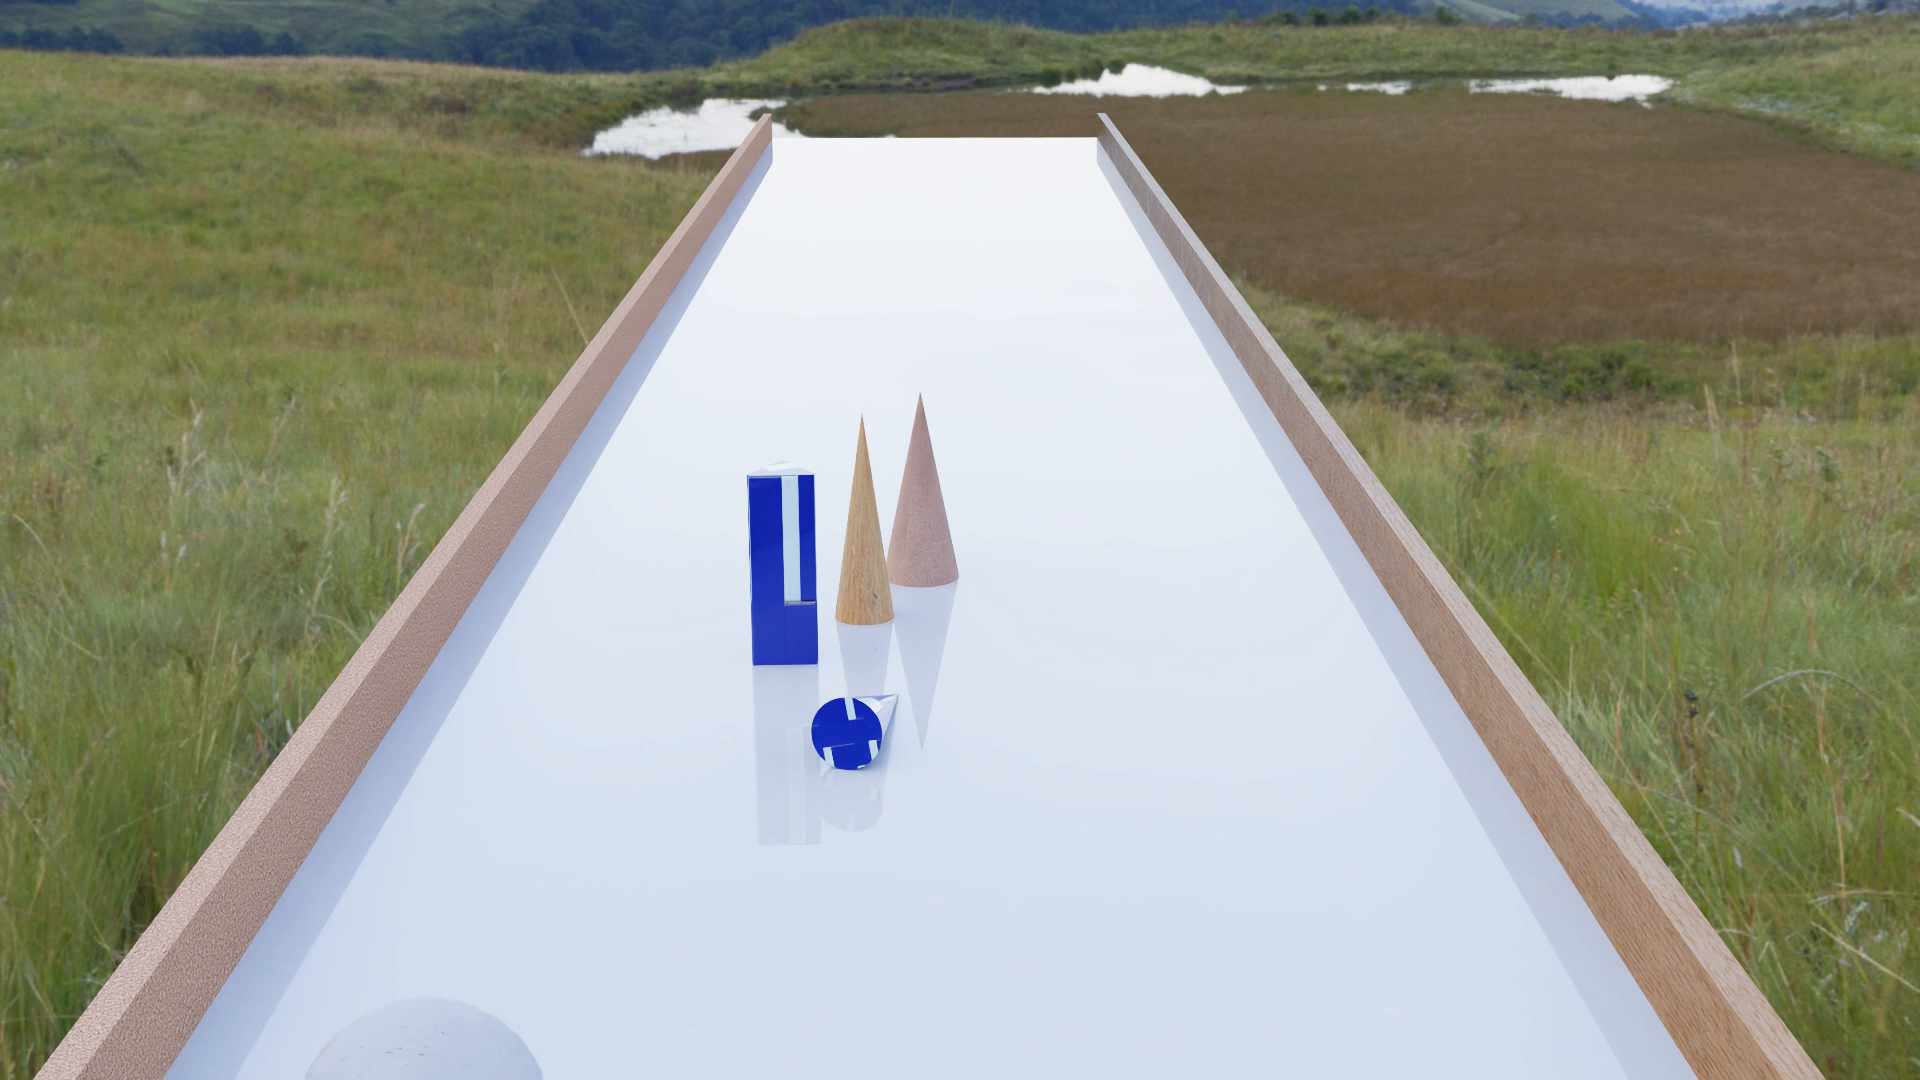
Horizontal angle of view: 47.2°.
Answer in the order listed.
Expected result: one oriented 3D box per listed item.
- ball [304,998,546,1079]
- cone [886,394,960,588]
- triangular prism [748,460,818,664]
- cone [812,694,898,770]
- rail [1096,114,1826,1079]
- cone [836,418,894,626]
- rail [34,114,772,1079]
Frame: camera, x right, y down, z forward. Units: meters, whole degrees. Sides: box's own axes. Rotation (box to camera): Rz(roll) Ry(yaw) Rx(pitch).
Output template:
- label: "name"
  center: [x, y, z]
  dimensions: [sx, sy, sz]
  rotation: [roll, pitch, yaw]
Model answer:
- label: "ball"
  center: [-0.607, 0.665, 2.486]
  dimensions: [0.289, 0.289, 0.289]
  rotation: [0, 17, 0]
- label: "cone"
  center: [-0.088, -0.125, 4.895]
  dimensions: [0.172, 0.429, 0.172]
  rotation: [0, 17, 0]
- label: "triangular prism"
  center: [-0.352, 0.045, 4.389]
  dimensions: [0.129, 0.392, 0.112]
  rotation: [-1, 17, -3]
- label: "cone"
  center: [-0.158, 0.318, 4.045]
  dimensions: [0.129, 0.129, 0.384]
  rotation: [4, 7, 12]
- label: "rail"
  center: [0.932, -0.844, 7.801]
  dimensions: [0.050, 0.150, 12.000]
  rotation: [0, 17, -1]
- label: "cone"
  center: [-0.203, -0.053, 4.619]
  dimensions: [0.126, 0.449, 0.126]
  rotation: [0, 17, 0]
- label: "rail"
  center: [-1.118, -0.838, 7.780]
  dimensions: [0.050, 0.150, 12.000]
  rotation: [0, 17, -1]
